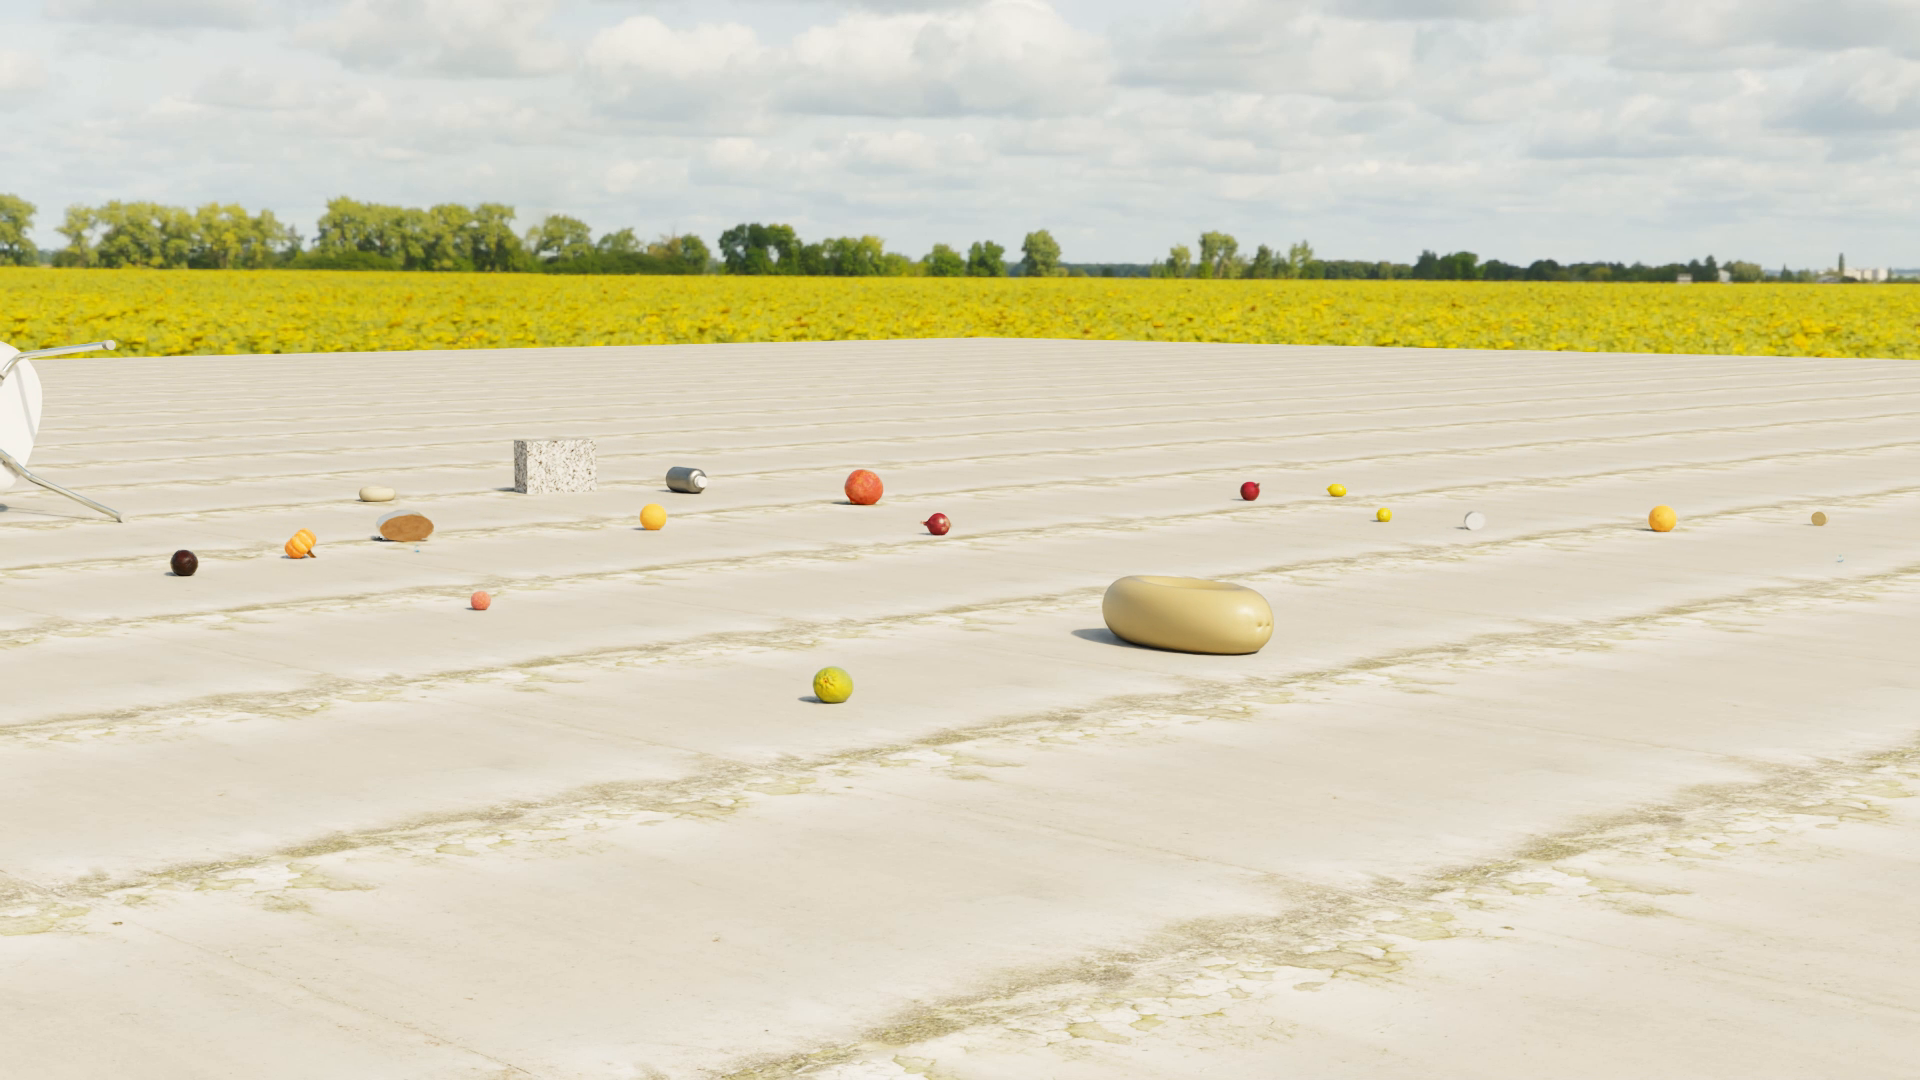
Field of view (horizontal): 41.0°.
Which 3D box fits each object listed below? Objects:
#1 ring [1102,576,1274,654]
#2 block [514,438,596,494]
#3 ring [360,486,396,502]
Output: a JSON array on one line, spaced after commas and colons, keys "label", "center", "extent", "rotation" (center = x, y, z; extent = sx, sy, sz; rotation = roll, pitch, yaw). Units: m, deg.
[{"label": "ring", "center": [0.404, 0.133, 4.584], "extent": [0.207, 0.114, 0.380], "rotation": [-3, 7, -40]}, {"label": "block", "center": [-1.238, -0.228, 7.848], "extent": [0.221, 0.158, 0.117], "rotation": [-3, 7, -29]}, {"label": "ring", "center": [-1.710, -0.135, 7.531], "extent": [0.103, 0.040, 0.116], "rotation": [3, 6, 17]}]
